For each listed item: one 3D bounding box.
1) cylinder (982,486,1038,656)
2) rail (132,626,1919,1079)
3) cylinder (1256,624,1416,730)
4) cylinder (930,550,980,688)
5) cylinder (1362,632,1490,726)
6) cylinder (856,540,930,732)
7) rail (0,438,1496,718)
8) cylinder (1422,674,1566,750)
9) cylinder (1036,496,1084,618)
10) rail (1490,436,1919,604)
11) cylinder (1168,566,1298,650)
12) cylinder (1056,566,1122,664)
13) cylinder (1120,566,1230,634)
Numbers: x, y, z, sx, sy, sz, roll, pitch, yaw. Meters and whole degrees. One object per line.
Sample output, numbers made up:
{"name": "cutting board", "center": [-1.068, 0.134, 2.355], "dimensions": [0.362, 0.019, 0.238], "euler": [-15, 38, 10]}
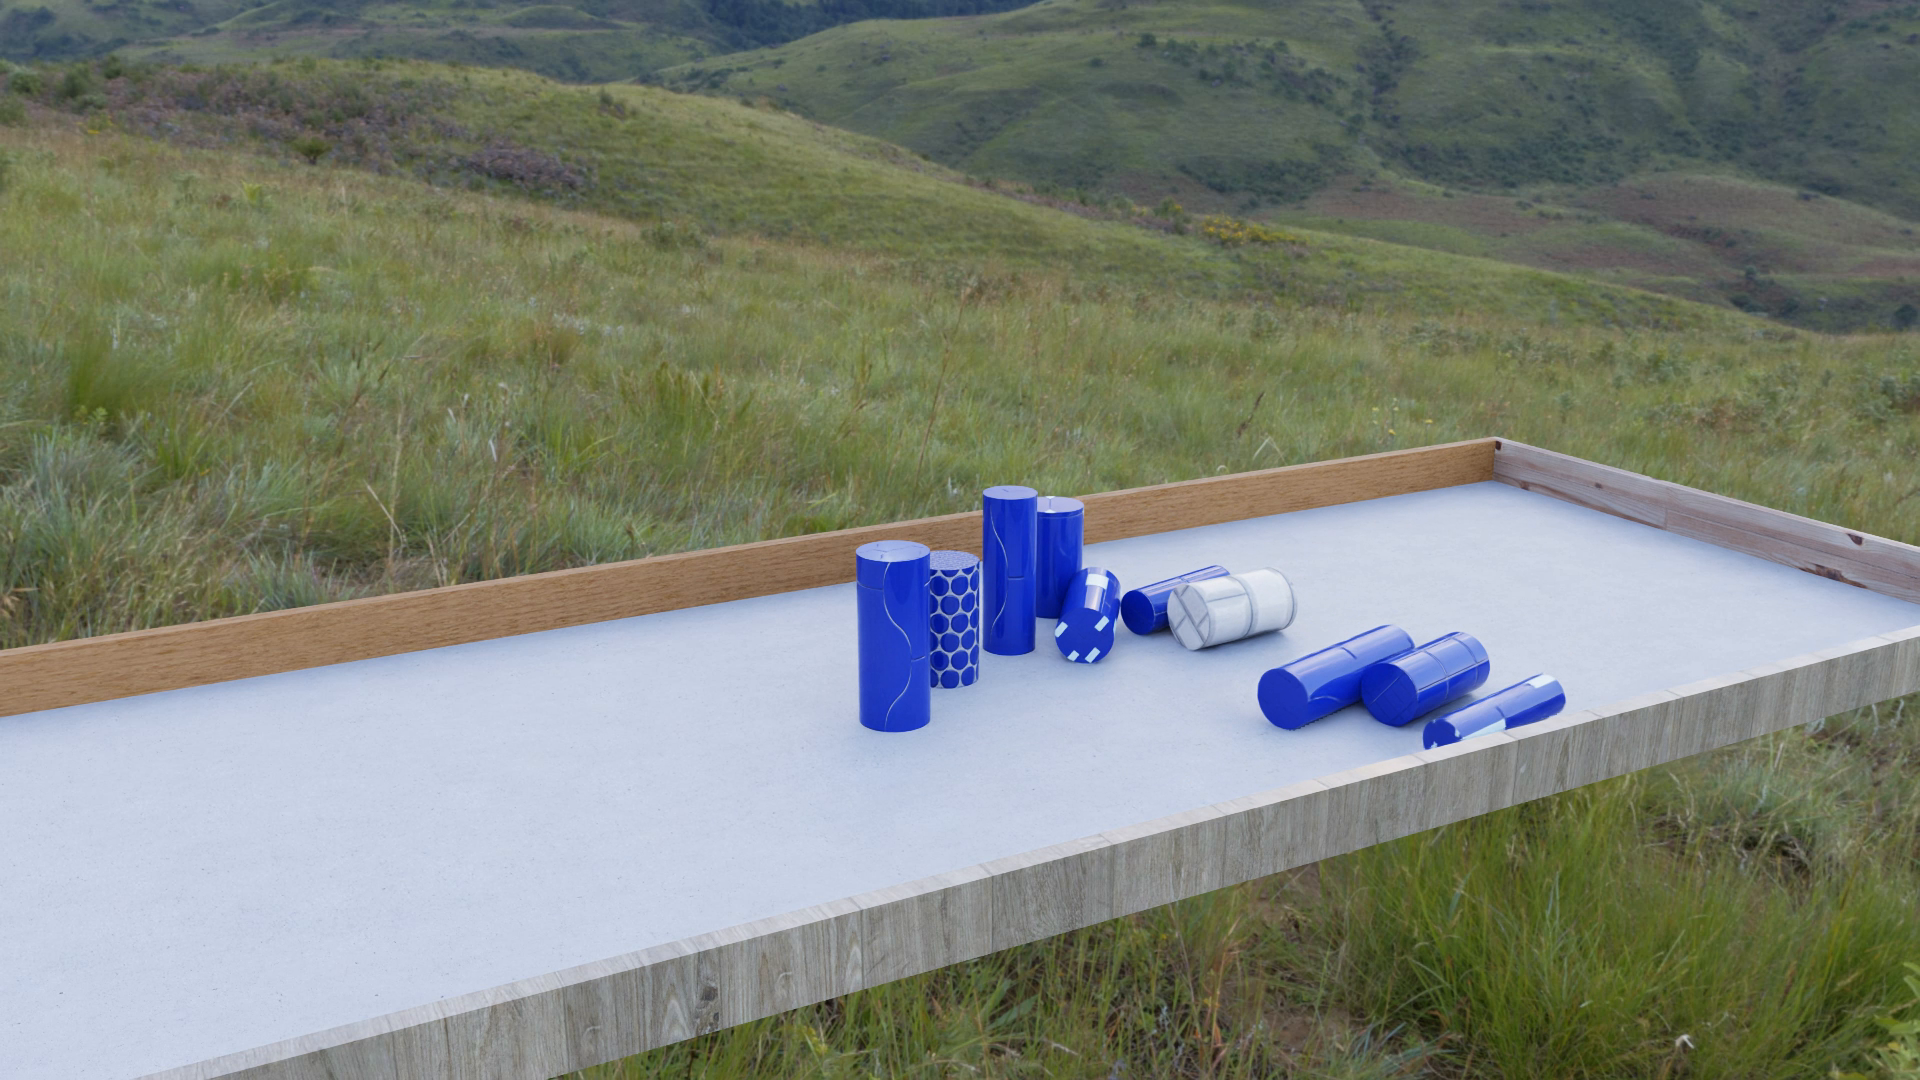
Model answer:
{"name": "cylinder", "center": [0.130, 0.080, 4.331], "dimensions": [0.142, 0.424, 0.142], "euler": [0, 16, 0]}
{"name": "rail", "center": [-2.336, 1.006, 1.665], "dimensions": [12.000, 0.150, 0.050], "euler": [-9, 18, -27]}
{"name": "cylinder", "center": [0.917, 0.326, 3.986], "dimensions": [0.454, 0.146, 0.146], "euler": [-15, 22, -41]}
{"name": "cylinder", "center": [-0.035, 0.198, 4.134], "dimensions": [0.167, 0.309, 0.167], "euler": [0, 16, 0]}
{"name": "cylinder", "center": [1.120, 0.331, 3.959], "dimensions": [0.320, 0.152, 0.152], "euler": [-15, 22, -41]}
{"name": "cylinder", "center": [-0.154, 0.224, 3.856], "dimensions": [0.171, 0.415, 0.171], "euler": [0, 16, 0]}
{"name": "rail", "center": [-3.305, 0.497, 3.399], "dimensions": [12.000, 0.150, 0.050], "euler": [-9, 18, -27]}
{"name": "cylinder", "center": [1.228, 0.408, 3.782], "dimensions": [0.424, 0.105, 0.105], "euler": [-14, 21, -39]}
{"name": "cylinder", "center": [0.259, 0.048, 4.647], "dimensions": [0.174, 0.307, 0.174], "euler": [0, 16, 0]}
{"name": "rail", "center": [2.466, -0.048, 5.253], "dimensions": [0.050, 0.150, 2.100], "euler": [-9, 18, -27]}
{"name": "cylinder", "center": [0.732, 0.181, 4.428], "dimensions": [0.305, 0.175, 0.175], "euler": [-10, 19, -30]}
{"name": "cylinder", "center": [0.347, 0.197, 4.415], "dimensions": [0.152, 0.152, 0.355], "euler": [2, 17, 8]}
{"name": "cylinder", "center": [0.607, 0.165, 4.574], "dimensions": [0.341, 0.124, 0.124], "euler": [-14, 21, -40]}
